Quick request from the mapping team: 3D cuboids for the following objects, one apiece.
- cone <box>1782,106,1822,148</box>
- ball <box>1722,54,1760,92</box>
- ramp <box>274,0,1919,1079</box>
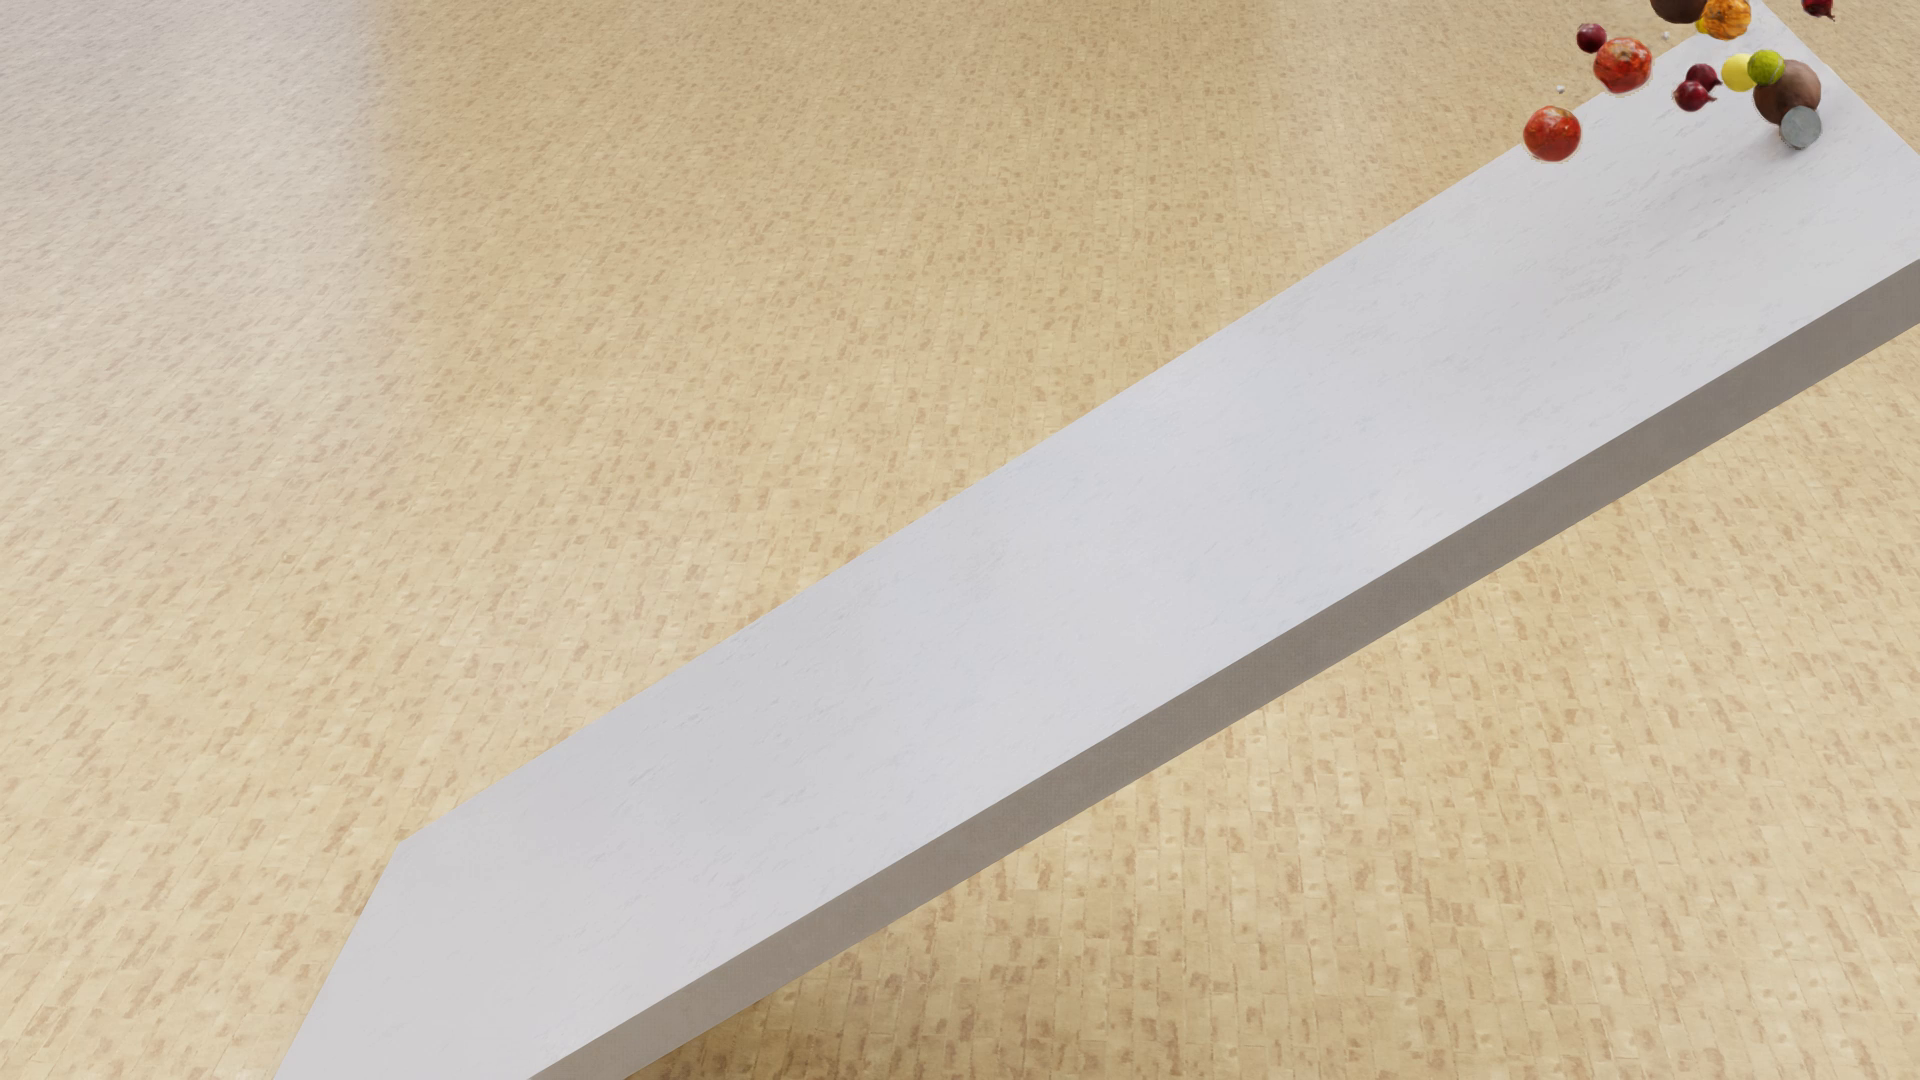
[{"bbox_3d":[1.617,-0.796,5.699,0.079,0.079,0.079,-1,1,-3],"label":"cone"},{"bbox_3d":[1.522,-0.911,5.732,0.075,0.075,0.075,0,21,0],"label":"ball"},{"bbox_3d":[0.137,0.173,6.302,4.000,0.100,2.000,-32,16,15],"label":"ramp"}]
